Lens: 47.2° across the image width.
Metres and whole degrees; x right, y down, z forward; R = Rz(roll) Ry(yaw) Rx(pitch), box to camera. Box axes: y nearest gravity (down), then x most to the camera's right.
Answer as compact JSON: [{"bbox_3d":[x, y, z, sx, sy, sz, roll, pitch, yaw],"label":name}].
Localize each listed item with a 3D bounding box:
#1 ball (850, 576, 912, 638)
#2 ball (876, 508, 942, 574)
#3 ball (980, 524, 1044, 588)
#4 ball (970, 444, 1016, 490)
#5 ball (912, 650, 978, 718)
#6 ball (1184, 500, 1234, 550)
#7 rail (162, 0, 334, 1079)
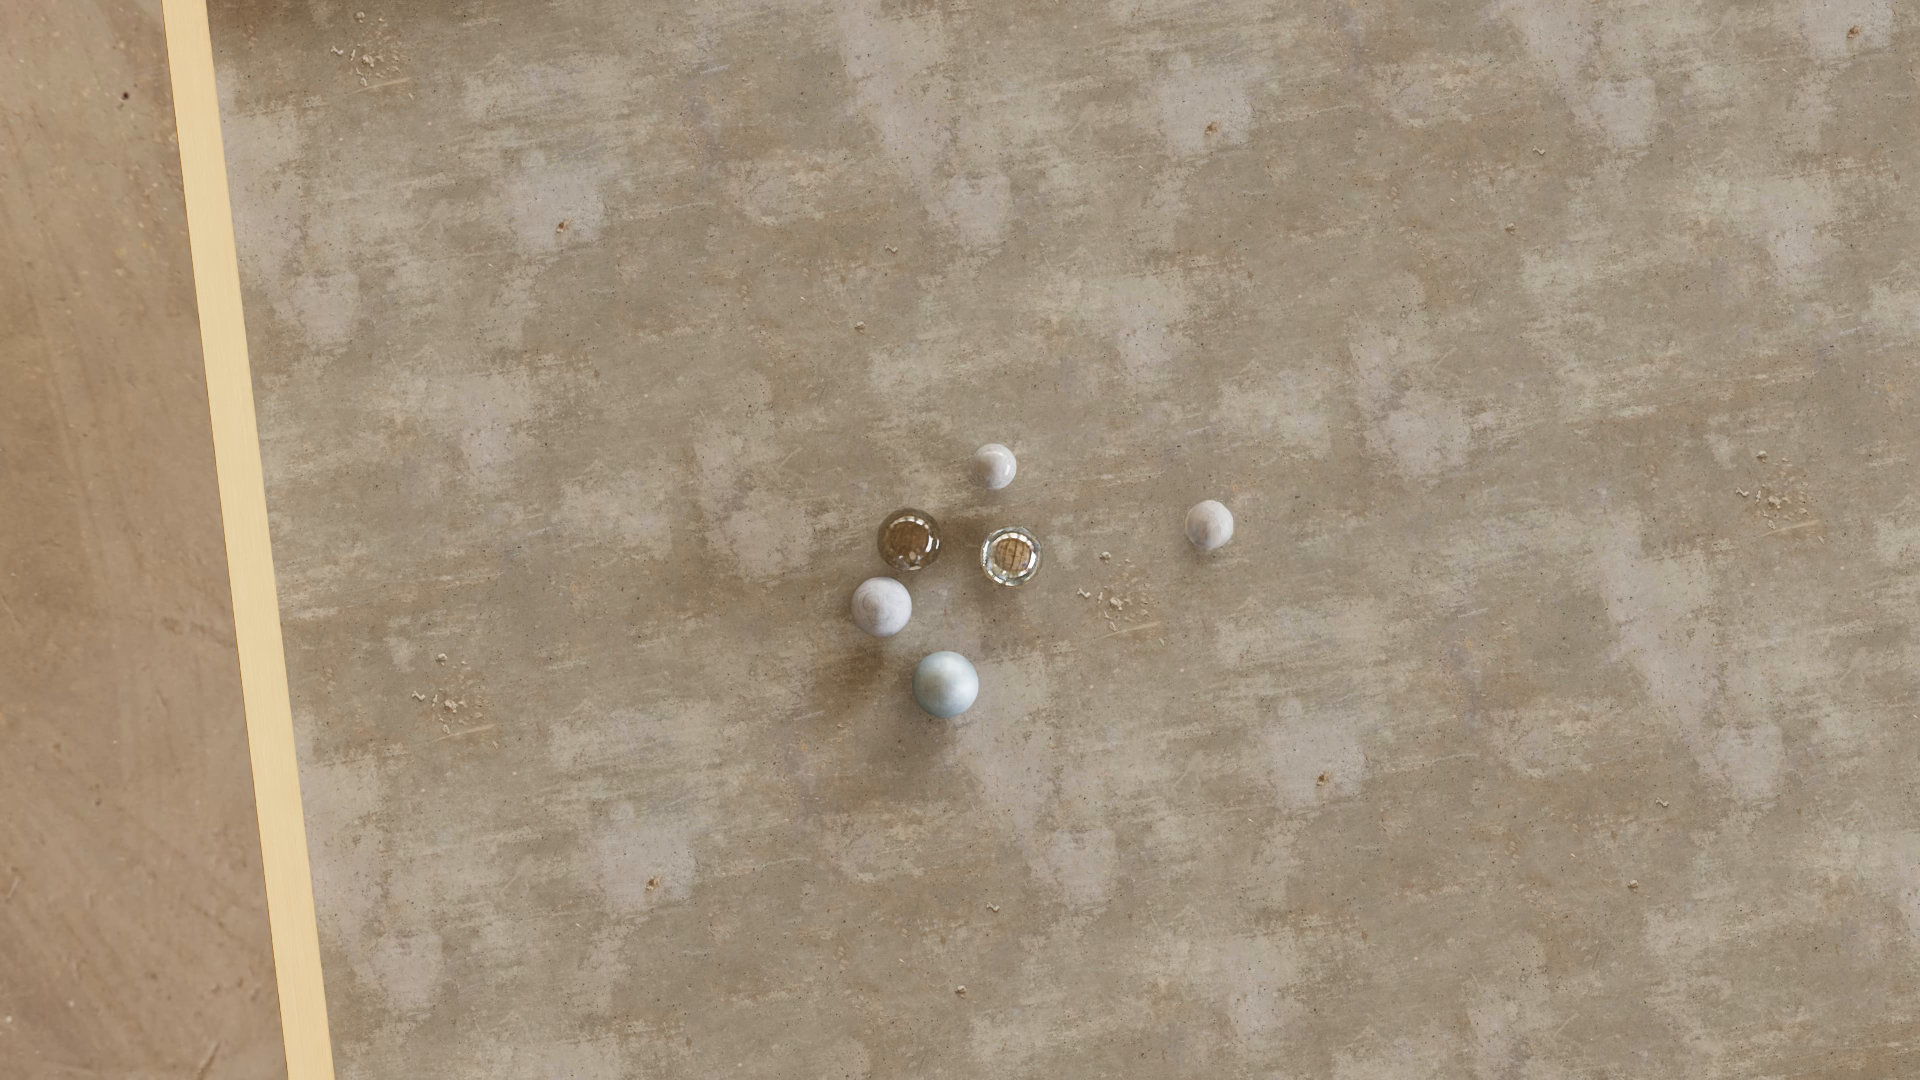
[{"bbox_3d":[-0.116,0.098,3.234,0.090,0.090,0.090,0,84,0],"label":"ball"},{"bbox_3d":[-0.074,0.000,3.240,0.098,0.098,0.098,0,84,0],"label":"ball"},{"bbox_3d":[0.077,0.024,3.239,0.095,0.095,0.095,0,84,0],"label":"ball"},{"bbox_3d":[0.050,-0.109,3.267,0.069,0.069,0.069,0,84,0],"label":"ball"},{"bbox_3d":[-0.022,0.211,3.217,0.098,0.098,0.098,0,84,0],"label":"ball"},{"bbox_3d":[0.369,-0.022,3.256,0.072,0.072,0.072,0,84,0],"label":"ball"},{"bbox_3d":[-1.012,0.153,3.207,0.045,0.127,2.412,-9,84,-1],"label":"rail"}]
